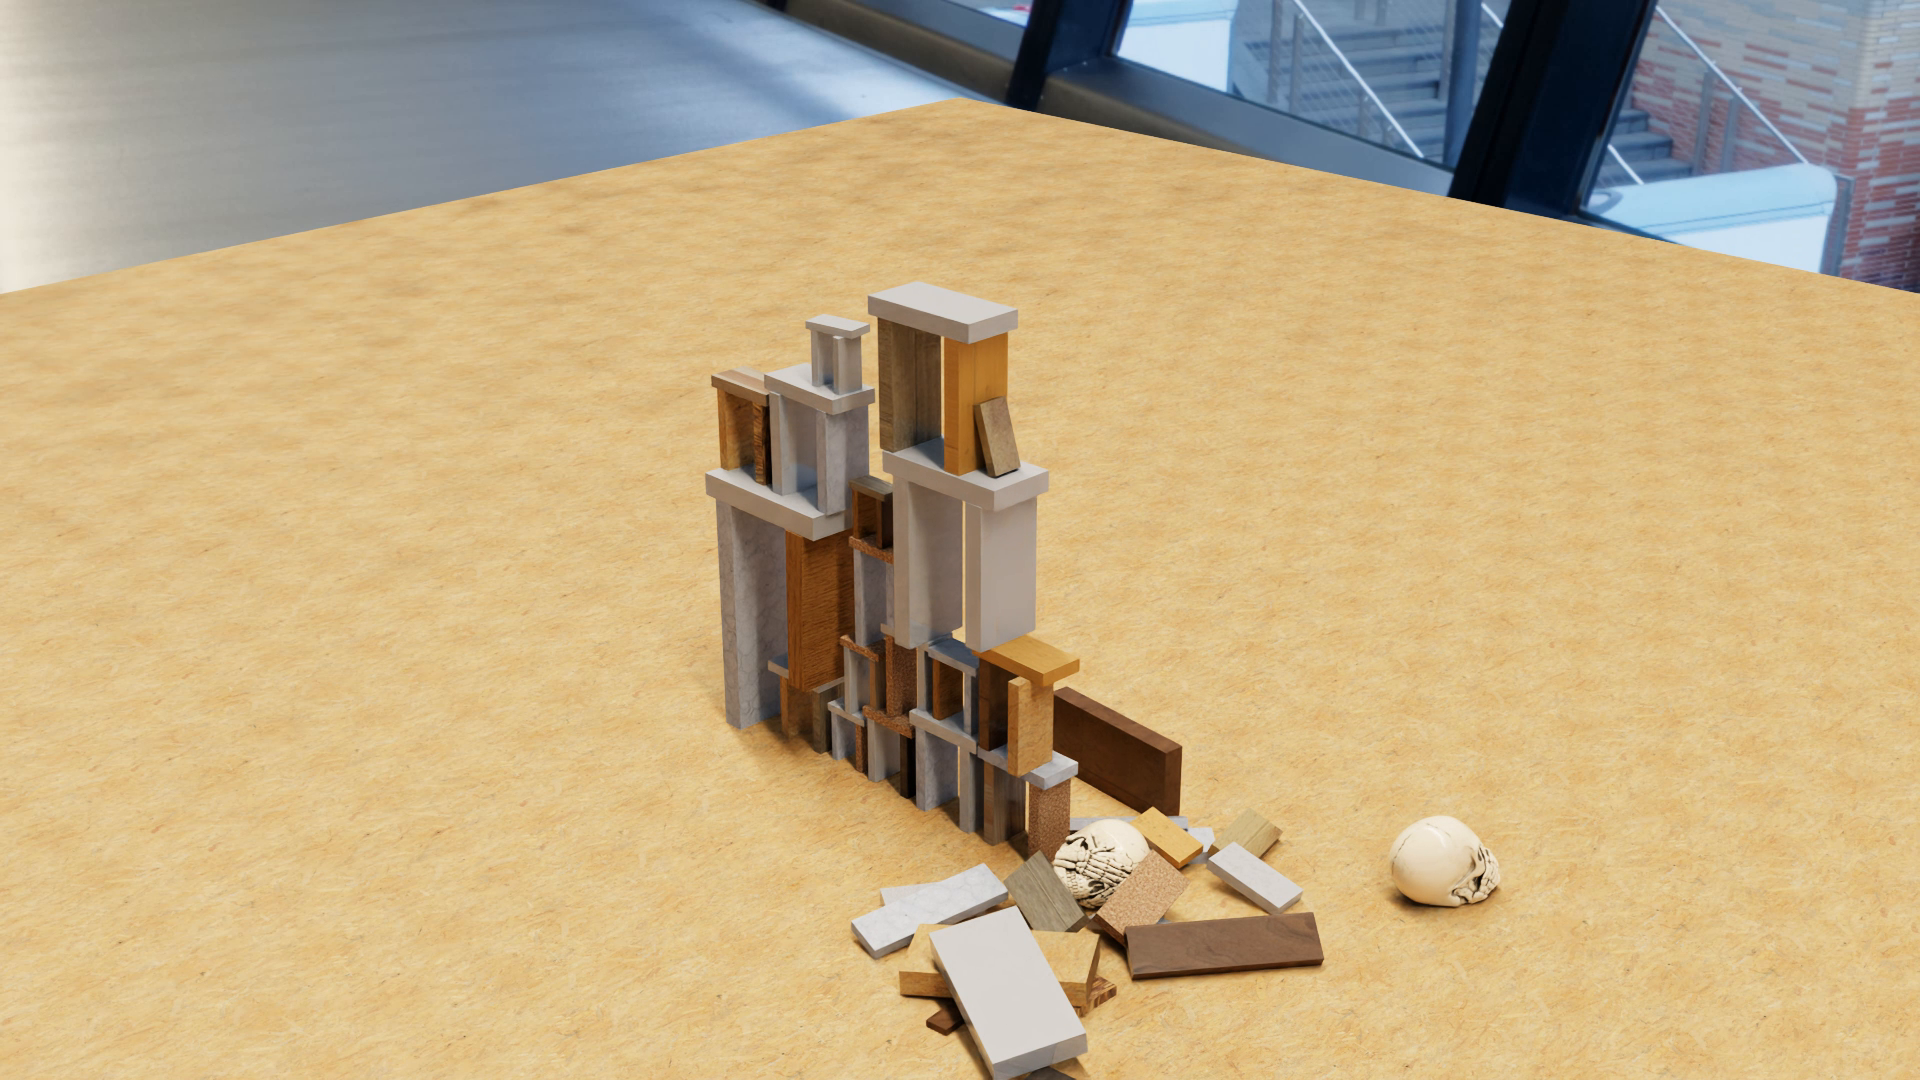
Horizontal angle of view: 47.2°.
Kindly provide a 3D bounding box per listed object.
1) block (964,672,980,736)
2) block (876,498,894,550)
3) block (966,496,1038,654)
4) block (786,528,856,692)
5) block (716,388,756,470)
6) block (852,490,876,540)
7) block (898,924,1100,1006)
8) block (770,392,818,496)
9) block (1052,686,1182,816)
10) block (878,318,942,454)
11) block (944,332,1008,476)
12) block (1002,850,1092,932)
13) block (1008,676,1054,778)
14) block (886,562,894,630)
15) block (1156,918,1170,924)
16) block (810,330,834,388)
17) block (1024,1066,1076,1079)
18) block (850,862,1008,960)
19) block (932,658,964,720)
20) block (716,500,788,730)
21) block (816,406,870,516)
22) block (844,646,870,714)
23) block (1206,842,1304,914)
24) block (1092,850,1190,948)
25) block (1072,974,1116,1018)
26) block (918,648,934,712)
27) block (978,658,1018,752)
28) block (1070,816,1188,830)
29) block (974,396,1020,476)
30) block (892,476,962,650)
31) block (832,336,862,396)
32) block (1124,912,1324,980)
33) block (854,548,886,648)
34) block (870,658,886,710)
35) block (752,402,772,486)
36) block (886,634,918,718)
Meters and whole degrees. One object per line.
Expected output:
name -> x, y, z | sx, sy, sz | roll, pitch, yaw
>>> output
block -> 0.038, 0.311, 4.310 | 0.066, 0.132, 0.019 | -21, 31, -41
block -> -0.141, -0.039, 4.355 | 0.052, 0.104, 0.015 | -21, 31, -40
block -> 0.078, 0.052, 4.160 | 0.148, 0.296, 0.042 | -21, 30, -40
block -> -0.275, 0.125, 4.561 | 0.175, 0.350, 0.050 | -20, 31, -39
block -> -0.464, -0.242, 4.624 | 0.089, 0.177, 0.025 | -21, 30, -40
block -> -0.190, -0.058, 4.401 | 0.052, 0.104, 0.015 | -21, 31, -40
block -> 0.072, 0.751, 3.897 | 0.330, 0.047, 0.165 | 1, 20, 12
block -> -0.334, -0.208, 4.492 | 0.109, 0.218, 0.031 | -20, 30, -39
block -> 0.315, 0.440, 4.513 | 0.047, 0.165, 0.343 | -18, 29, -36
block -> -0.095, -0.309, 4.190 | 0.037, 0.262, 0.131 | 21, 31, 40
block -> 0.030, -0.262, 4.077 | 0.037, 0.262, 0.131 | 21, 31, 40
block -> 0.158, 0.665, 4.048 | 0.092, 0.026, 0.184 | -41, 42, 3
block -> 0.134, 0.344, 4.168 | 0.027, 0.194, 0.097 | 21, 31, 41
block -> -0.114, 0.101, 4.393 | 0.020, 0.142, 0.071 | 21, 31, 40
block -> 0.365, 0.723, 4.031 | 0.142, 0.020, 0.071 | 21, 31, 40
block -> -0.270, -0.367, 4.359 | 0.016, 0.116, 0.058 | 15, 27, 31
block -> 0.116, 0.923, 3.550 | 0.099, 0.028, 0.197 | 17, 28, 34
block -> -0.055, 0.683, 4.061 | 0.292, 0.024, 0.084 | -19, 43, -27
block -> -0.024, 0.287, 4.368 | 0.066, 0.132, 0.019 | -21, 31, -41
block -> -0.433, 0.139, 4.755 | 0.175, 0.529, 0.050 | -21, 31, -41
block -> -0.234, -0.168, 4.395 | 0.109, 0.218, 0.031 | -19, 30, -37
block -> -0.213, 0.283, 4.569 | 0.016, 0.153, 0.058 | 21, 31, 41
block -> 0.558, 0.642, 4.166 | 0.167, 0.024, 0.084 | 33, 37, 30
block -> 0.334, 0.661, 4.033 | 0.093, 0.026, 0.186 | 39, 52, 11
block -> 0.200, 0.801, 3.846 | 0.142, 0.020, 0.071 | -21, 31, -40
block -> -0.054, 0.269, 4.404 | 0.019, 0.137, 0.068 | 21, 31, 40
block -> 0.081, 0.304, 4.262 | 0.097, 0.194, 0.027 | -20, 30, -39
block -> 0.318, 0.562, 4.368 | 0.264, 0.019, 0.068 | -1, -2, 1
block -> 0.069, -0.192, 4.075 | 0.068, 0.137, 0.019 | -22, 14, -41
block -> -0.062, 0.025, 4.300 | 0.042, 0.356, 0.148 | 21, 31, 40
block -> -0.220, -0.346, 4.309 | 0.058, 0.116, 0.016 | -19, 29, -37
block -> 0.473, 0.729, 3.952 | 0.349, 0.026, 0.093 | -3, 54, -7
block -> -0.181, 0.108, 4.470 | 0.020, 0.214, 0.071 | 21, 31, 41
block -> -0.158, 0.287, 4.511 | 0.016, 0.116, 0.058 | 21, 31, 41
block -> -0.382, -0.209, 4.545 | 0.089, 0.177, 0.025 | -20, 30, -39
block -> -0.119, 0.266, 4.473 | 0.019, 0.185, 0.068 | 21, 31, 40
